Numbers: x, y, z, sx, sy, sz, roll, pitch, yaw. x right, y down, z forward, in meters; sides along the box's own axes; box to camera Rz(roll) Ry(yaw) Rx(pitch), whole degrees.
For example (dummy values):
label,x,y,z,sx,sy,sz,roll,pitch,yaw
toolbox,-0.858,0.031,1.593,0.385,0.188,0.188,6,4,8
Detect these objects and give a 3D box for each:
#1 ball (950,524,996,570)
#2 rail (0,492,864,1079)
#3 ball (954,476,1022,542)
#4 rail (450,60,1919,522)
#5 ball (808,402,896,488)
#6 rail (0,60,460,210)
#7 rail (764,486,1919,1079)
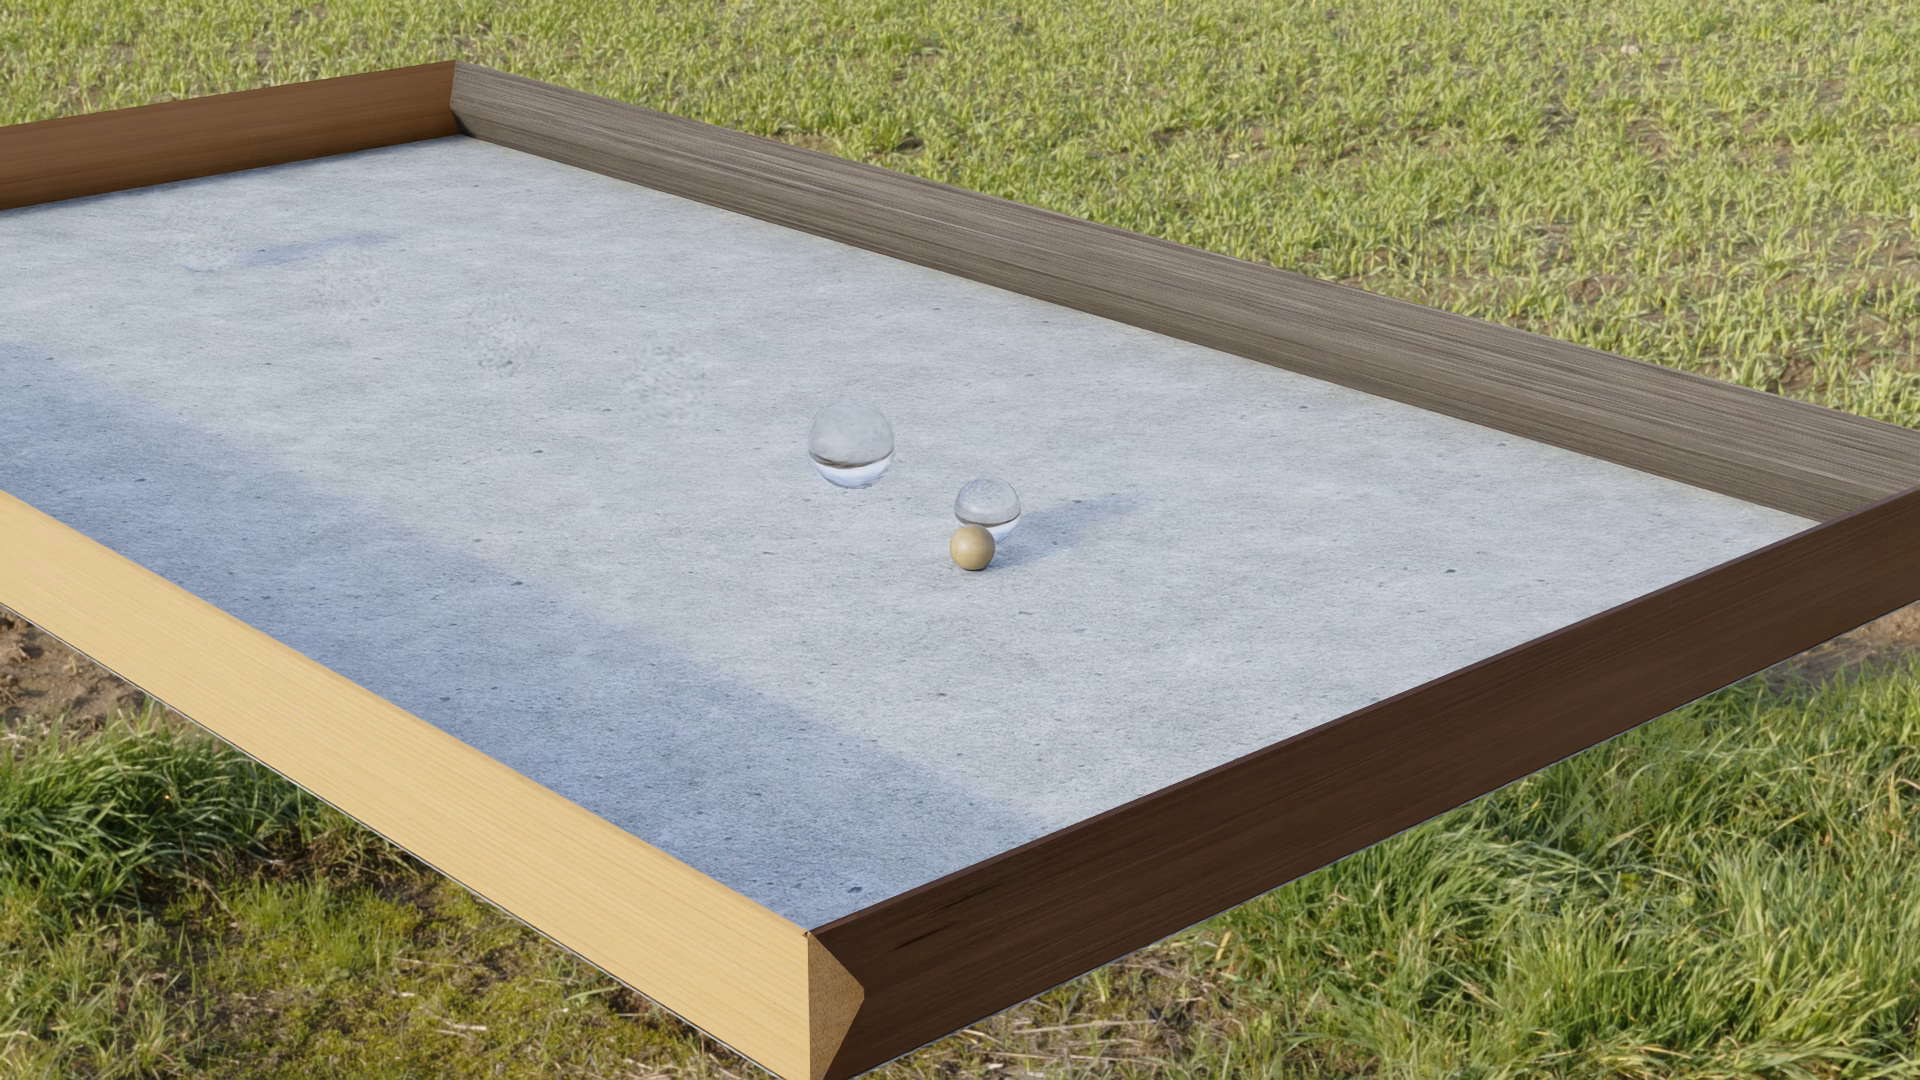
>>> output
label,x,y,z,sx,sy,sz,roll,pitch,yaw
ball,0.012,0.007,2.797,0.044,0.044,0.044,0,20,0
rail,-0.964,-0.038,2.810,0.045,0.117,2.647,-17,26,-39
ball,0.027,-0.030,2.865,0.066,0.066,0.066,0,20,0
rail,0.078,-0.358,3.692,0.045,0.117,2.647,-17,26,-39
ball,-0.112,-0.098,3.018,0.090,0.090,0.090,0,20,0
rail,-1.312,-0.527,4.159,1.450,0.117,0.045,-17,26,-39
rail,0.427,0.132,2.343,1.450,0.117,0.045,-17,26,-39
